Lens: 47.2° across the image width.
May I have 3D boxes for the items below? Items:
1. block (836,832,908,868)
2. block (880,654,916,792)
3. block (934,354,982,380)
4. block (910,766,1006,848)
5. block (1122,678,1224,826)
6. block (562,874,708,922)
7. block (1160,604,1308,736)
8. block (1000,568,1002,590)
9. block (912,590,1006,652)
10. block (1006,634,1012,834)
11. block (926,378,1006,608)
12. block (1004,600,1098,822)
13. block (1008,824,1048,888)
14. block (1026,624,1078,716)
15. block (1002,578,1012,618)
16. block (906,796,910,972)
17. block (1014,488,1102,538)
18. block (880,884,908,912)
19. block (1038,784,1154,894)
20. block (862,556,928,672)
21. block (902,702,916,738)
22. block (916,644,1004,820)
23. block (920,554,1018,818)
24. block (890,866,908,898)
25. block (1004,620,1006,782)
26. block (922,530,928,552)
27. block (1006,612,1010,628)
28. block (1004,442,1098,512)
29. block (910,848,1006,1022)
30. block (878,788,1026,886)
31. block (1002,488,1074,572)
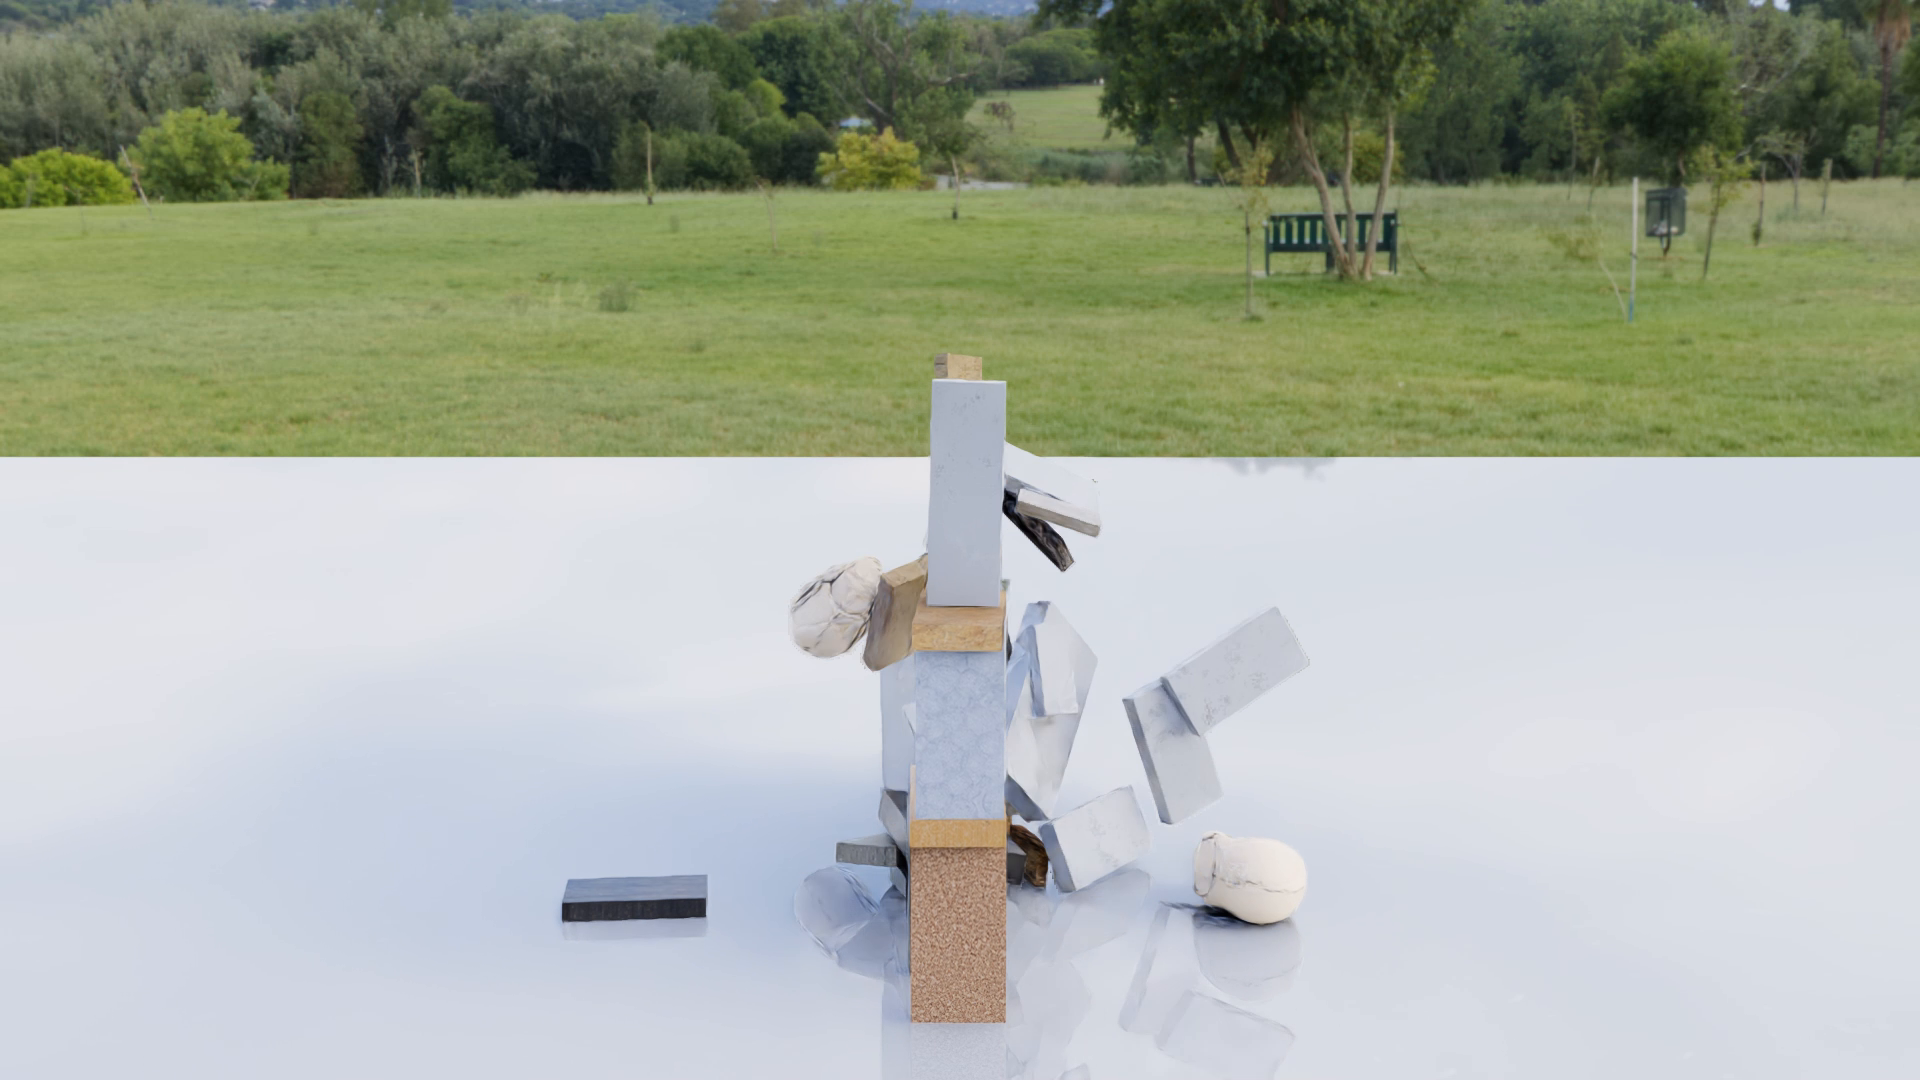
[{"bbox_3d":[-0.096,0.512,3.665,0.115,0.033,0.230,0,-1,29],"label":"block"},{"bbox_3d":[-0.050,0.293,3.827,0.172,0.392,0.049,-2,-6,1],"label":"block"},{"bbox_3d":[0.000,-0.182,4.194,0.030,0.339,0.107,-1,-1,39],"label":"block"},{"bbox_3d":[-0.005,0.384,3.189,0.135,0.038,0.271,0,11,-1],"label":"block"},{"bbox_3d":[0.369,0.359,3.803,0.118,0.237,0.034,-25,14,-29],"label":"block"},{"bbox_3d":[-0.530,0.586,3.601,0.230,0.033,0.115,-1,11,-5],"label":"block"},{"bbox_3d":[0.473,0.223,3.788,0.237,0.118,0.034,-32,9,-14],"label":"block"},{"bbox_3d":[0.017,0.030,4.028,0.116,0.033,0.231,2,26,-1],"label":"block"},{"bbox_3d":[0.001,0.112,3.103,0.123,0.035,0.246,1,10,2],"label":"block"},{"bbox_3d":[0.002,0.351,3.977,0.179,0.357,0.051,0,-5,0],"label":"block"},{"bbox_3d":[0.009,-0.065,3.083,0.102,0.317,0.029,2,10,4],"label":"block"},{"bbox_3d":[0.136,0.294,3.802,0.049,0.172,0.345,-10,45,35],"label":"block"},{"bbox_3d":[0.115,0.538,3.756,0.019,0.068,0.137,5,8,-21],"label":"block"},{"bbox_3d":[0.158,0.223,3.770,0.077,0.154,0.022,2,-14,-41],"label":"block"},{"bbox_3d":[0.000,0.113,4.088,0.179,0.051,0.357,1,4,3],"label":"block"},{"bbox_3d":[-0.010,0.519,3.311,0.135,0.271,0.038,-1,11,-7],"label":"block"},{"bbox_3d":[0.175,-0.049,3.923,0.154,0.022,0.077,18,18,-2],"label":"block"},{"bbox_3d":[-0.056,0.591,3.607,0.137,0.019,0.068,3,12,18],"label":"block"},{"bbox_3d":[0.233,0.506,3.737,0.034,0.118,0.237,-22,-3,40],"label":"block"},{"bbox_3d":[-0.084,0.110,3.322,0.102,0.204,0.029,-23,58,-29],"label":"block"},{"bbox_3d":[-0.020,0.293,3.430,0.102,0.029,0.204,-19,21,-5],"label":"block"},{"bbox_3d":[0.000,0.265,3.049,0.123,0.246,0.035,0,13,-1],"label":"block"},{"bbox_3d":[0.047,0.245,3.871,0.116,0.483,0.033,-15,-6,1],"label":"block"},{"bbox_3d":[-0.045,0.545,3.548,0.115,0.033,0.230,2,-2,-8],"label":"block"},{"bbox_3d":[0.005,0.235,3.212,0.123,0.246,0.035,1,10,5],"label":"block"},{"bbox_3d":[-0.029,-0.018,4.370,0.070,0.020,0.140,-9,-21,-13],"label":"block"},{"bbox_3d":[0.003,0.311,4.189,0.179,0.357,0.051,0,-6,1],"label":"block"},{"bbox_3d":[0.155,-0.106,4.086,0.214,0.030,0.107,24,32,-15],"label":"block"},{"bbox_3d":[-0.002,0.552,3.131,0.135,0.271,0.038,0,10,0],"label":"block"},{"bbox_3d":[-0.018,0.480,3.583,0.172,0.049,0.345,10,5,-12],"label":"block"},{"bbox_3d":[0.124,-0.039,4.115,0.214,0.030,0.107,46,-6,26],"label":"block"}]
